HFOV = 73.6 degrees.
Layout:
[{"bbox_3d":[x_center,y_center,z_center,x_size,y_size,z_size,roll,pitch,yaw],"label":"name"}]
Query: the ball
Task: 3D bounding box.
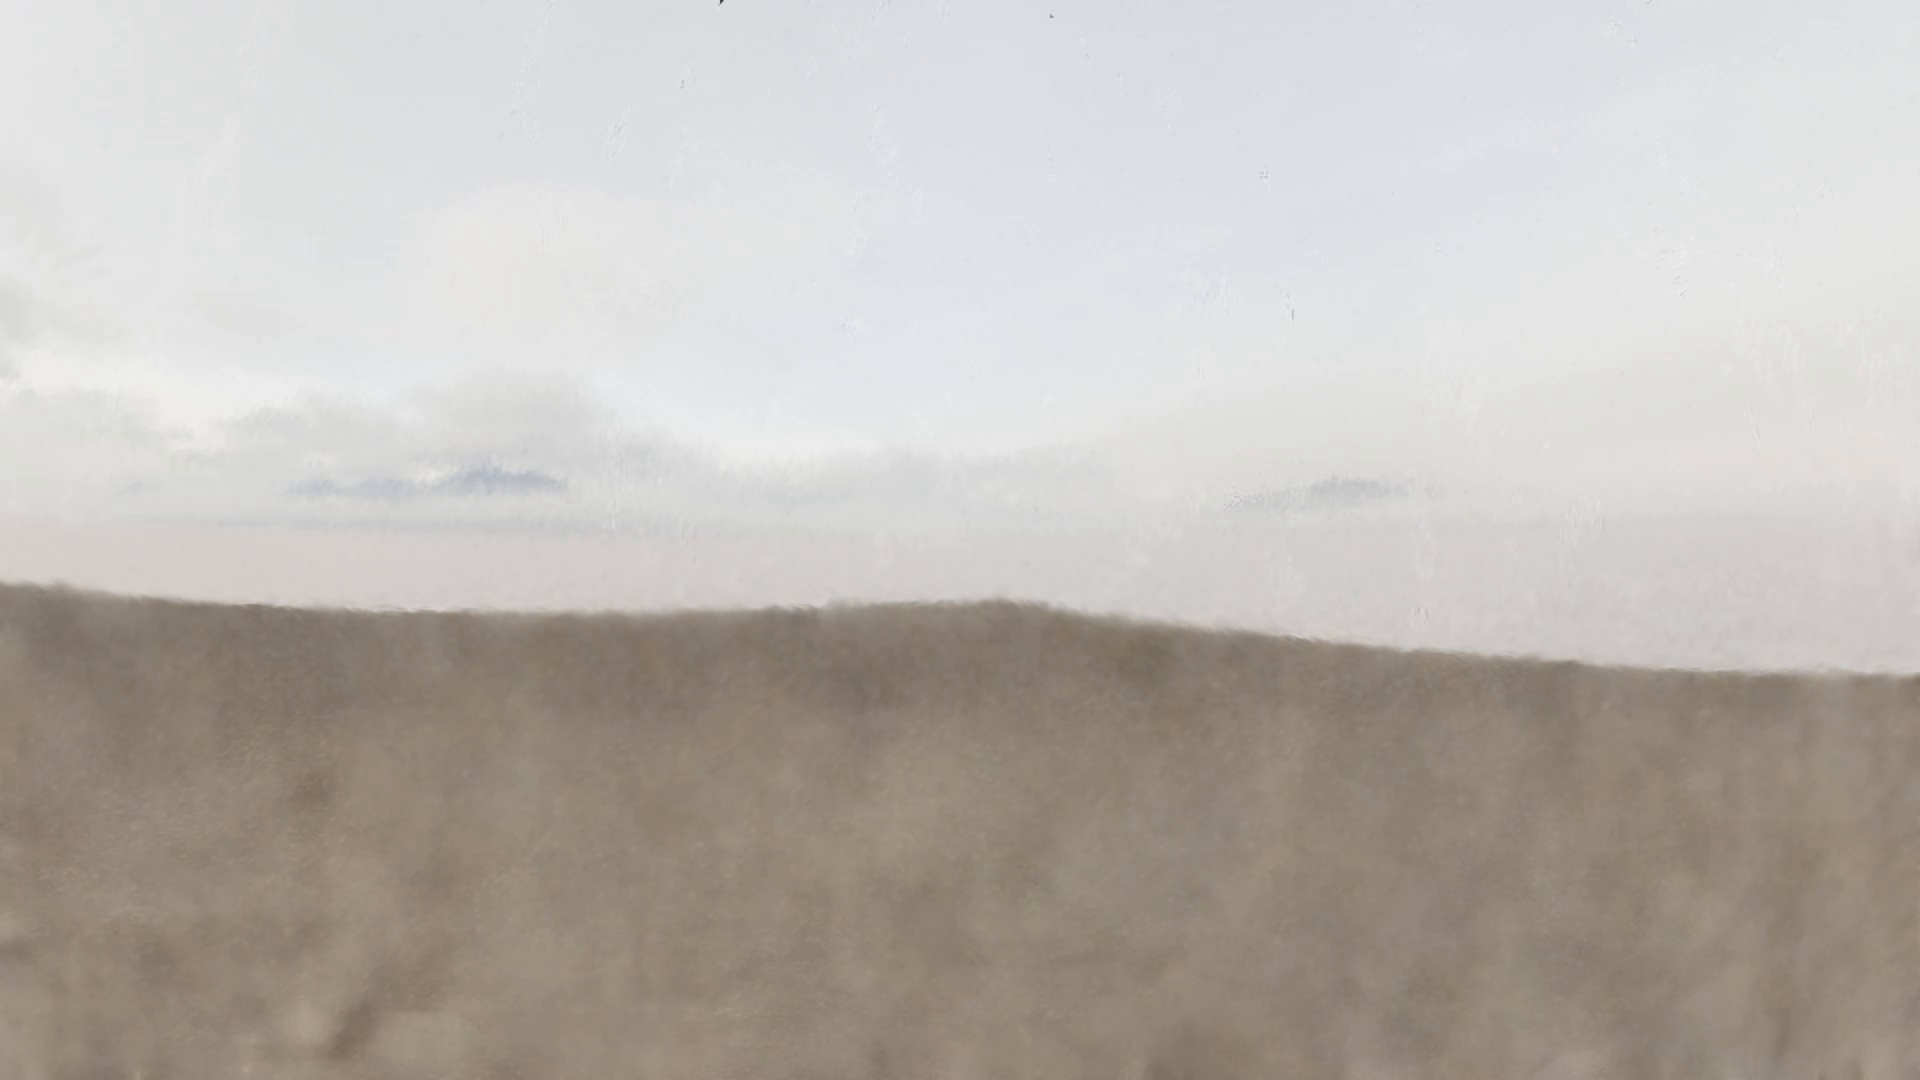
[{"bbox_3d":[0.000,-0.002,0.056,0.080,0.080,0.080,0,4,0],"label":"ball"}]
